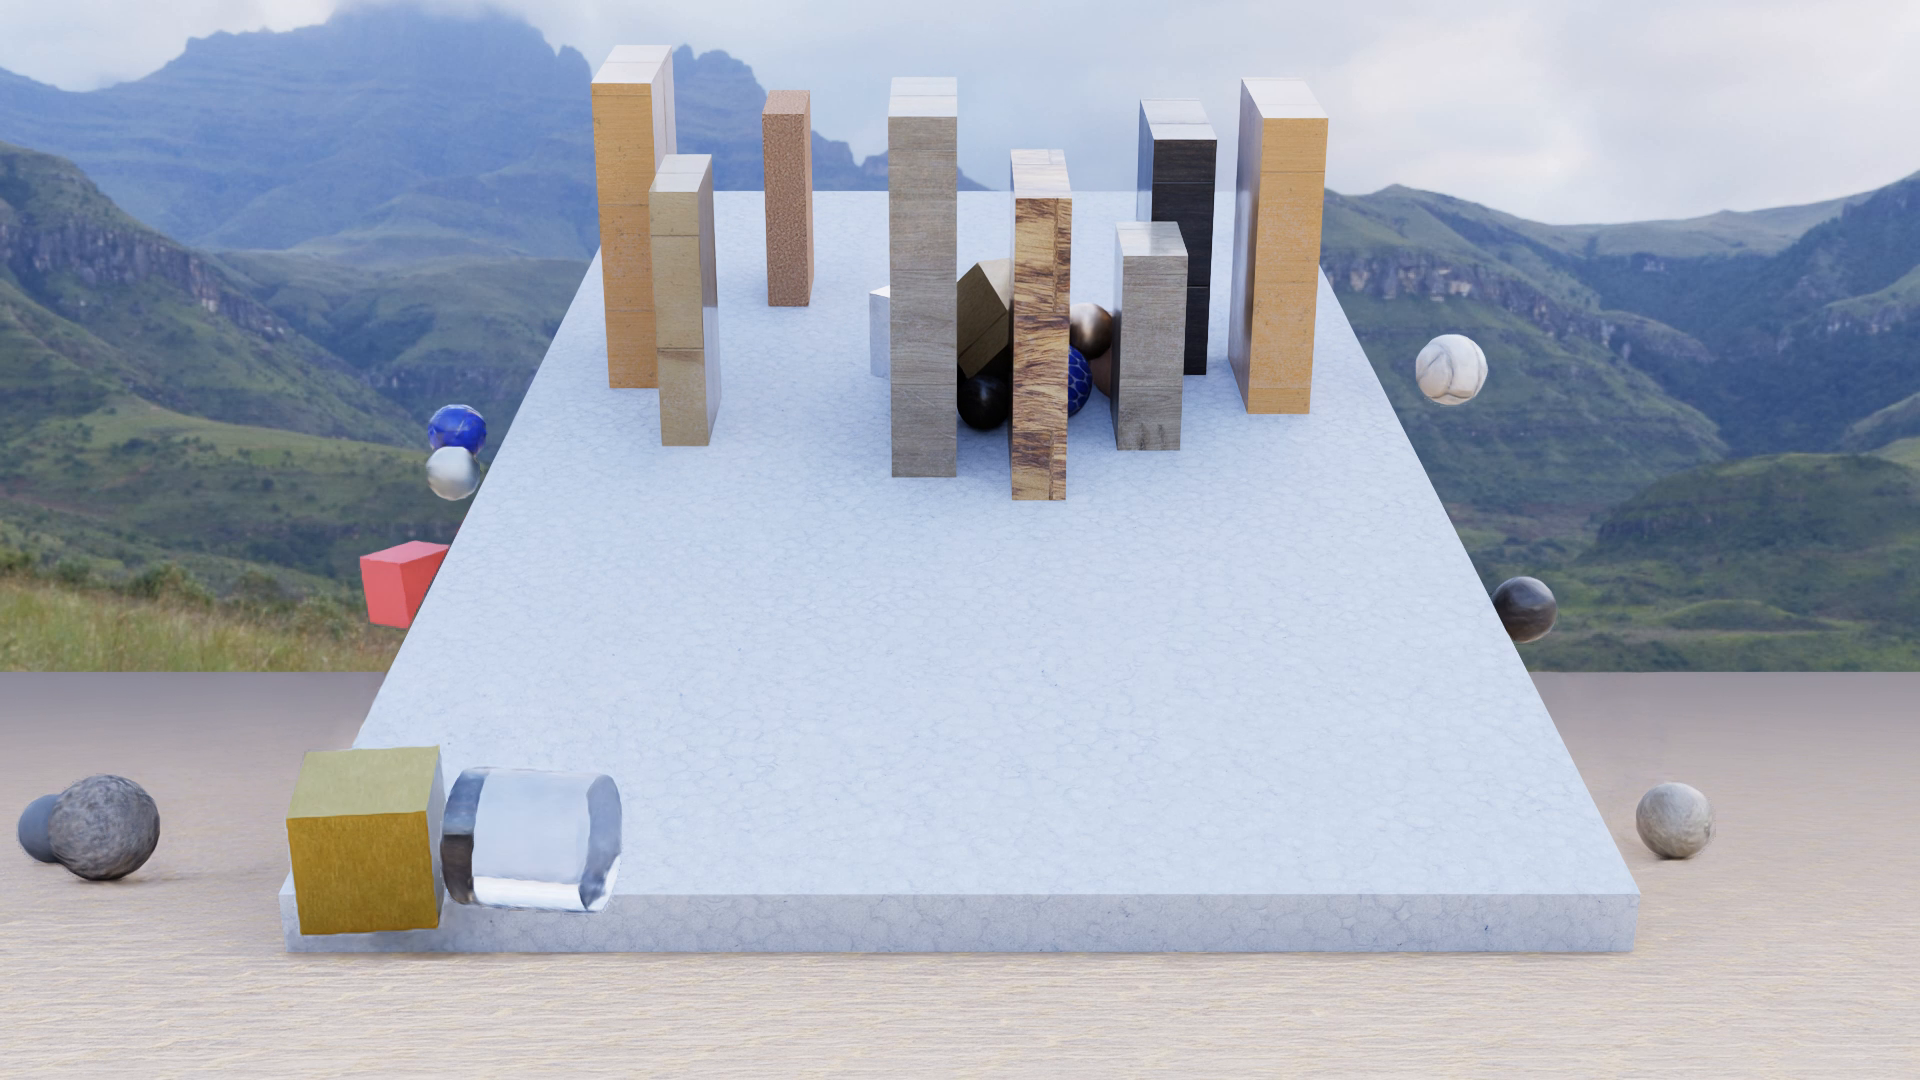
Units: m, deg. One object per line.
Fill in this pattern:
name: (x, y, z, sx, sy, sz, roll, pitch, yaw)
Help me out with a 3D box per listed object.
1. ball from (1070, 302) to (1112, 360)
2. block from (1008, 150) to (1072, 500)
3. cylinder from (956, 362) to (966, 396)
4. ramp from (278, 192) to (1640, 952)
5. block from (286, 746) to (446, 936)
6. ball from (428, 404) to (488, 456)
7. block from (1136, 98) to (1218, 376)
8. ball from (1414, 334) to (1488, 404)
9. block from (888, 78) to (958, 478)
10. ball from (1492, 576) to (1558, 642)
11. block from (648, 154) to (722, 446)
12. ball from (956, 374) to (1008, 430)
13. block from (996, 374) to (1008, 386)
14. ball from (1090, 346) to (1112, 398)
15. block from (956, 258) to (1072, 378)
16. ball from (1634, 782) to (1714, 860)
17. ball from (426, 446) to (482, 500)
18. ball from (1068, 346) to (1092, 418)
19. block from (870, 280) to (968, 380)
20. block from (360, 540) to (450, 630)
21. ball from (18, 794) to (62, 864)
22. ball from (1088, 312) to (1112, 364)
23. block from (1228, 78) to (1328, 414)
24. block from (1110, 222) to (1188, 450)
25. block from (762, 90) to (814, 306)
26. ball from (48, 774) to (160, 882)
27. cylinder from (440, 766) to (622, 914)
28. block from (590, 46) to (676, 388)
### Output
ball: (0.287, -0.474, 5.271, 0.131, 0.131, 0.131, 0, -3, 0)
block: (0.163, -0.455, 4.851, 0.111, 0.641, 0.397, 0, 23, 0)
cylinder: (-0.069, -0.385, 5.292, 0.164, 0.164, 0.164, 0, 24, 0)
ramp: (-0.008, -0.226, 5.257, 2.000, 0.100, 4.000, 0, 23, 0)
block: (-0.852, 0.433, 3.355, 0.192, 0.192, 0.192, -2, 24, -6)
ball: (-1.151, -0.245, 5.305, 0.134, 0.134, 0.134, 0, -3, 0)
block: (0.514, -0.738, 5.601, 0.145, 0.570, 0.425, 0, 23, 0)
ball: (1.288, -0.447, 6.074, 0.185, 0.185, 0.185, 0, -3, 0)
block: (-0.076, -0.560, 4.928, 0.138, 0.773, 0.366, 0, 23, 0)
ball: (1.210, 0.149, 4.974, 0.142, 0.142, 0.142, 0, -3, 0)
block: (-0.603, -0.531, 5.113, 0.102, 0.571, 0.319, 0, 23, 0)
ball: (0.053, -0.309, 5.165, 0.123, 0.123, 0.123, 0, -3, 0)
block: (0.162, -0.405, 5.393, 0.121, 0.121, 0.121, 18, 29, 36)
ball: (0.372, -0.394, 5.342, 0.142, 0.142, 0.142, 0, -3, 0)
block: (0.088, -0.502, 5.218, 0.189, 0.189, 0.189, -15, -20, -50)
ball: (1.572, 0.617, 5.095, 0.168, 0.168, 0.168, 0, -3, 0)
ball: (-1.086, -0.144, 4.961, 0.117, 0.117, 0.117, 0, -3, 0)
ball: (0.208, -0.357, 5.207, 0.179, 0.179, 0.179, 0, -3, 0)
block: (-0.070, -0.494, 5.491, 0.205, 0.205, 0.205, 17, 29, 34)
block: (-1.258, 0.102, 5.322, 0.155, 0.155, 0.155, 6, 19, 40)
ball: (-1.946, 0.621, 4.982, 0.149, 0.149, 0.149, 0, -3, 0)
ball: (0.353, -0.461, 5.475, 0.159, 0.159, 0.159, 0, -3, 0)
block: (0.725, -0.681, 5.329, 0.141, 0.681, 0.413, 0, 23, 0)
block: (0.412, -0.450, 5.095, 0.137, 0.440, 0.267, 0, 23, 0)
block: (-0.445, -0.891, 6.033, 0.105, 0.504, 0.276, 0, 23, 0)
ball: (-1.690, 0.568, 4.574, 0.209, 0.209, 0.209, 0, -3, 0)
cylinder: (-0.604, 0.424, 3.284, 0.196, 0.196, 0.196, 2, -3, 11)
block: (-0.754, -0.768, 5.476, 0.133, 0.718, 0.421, 0, 23, 0)
